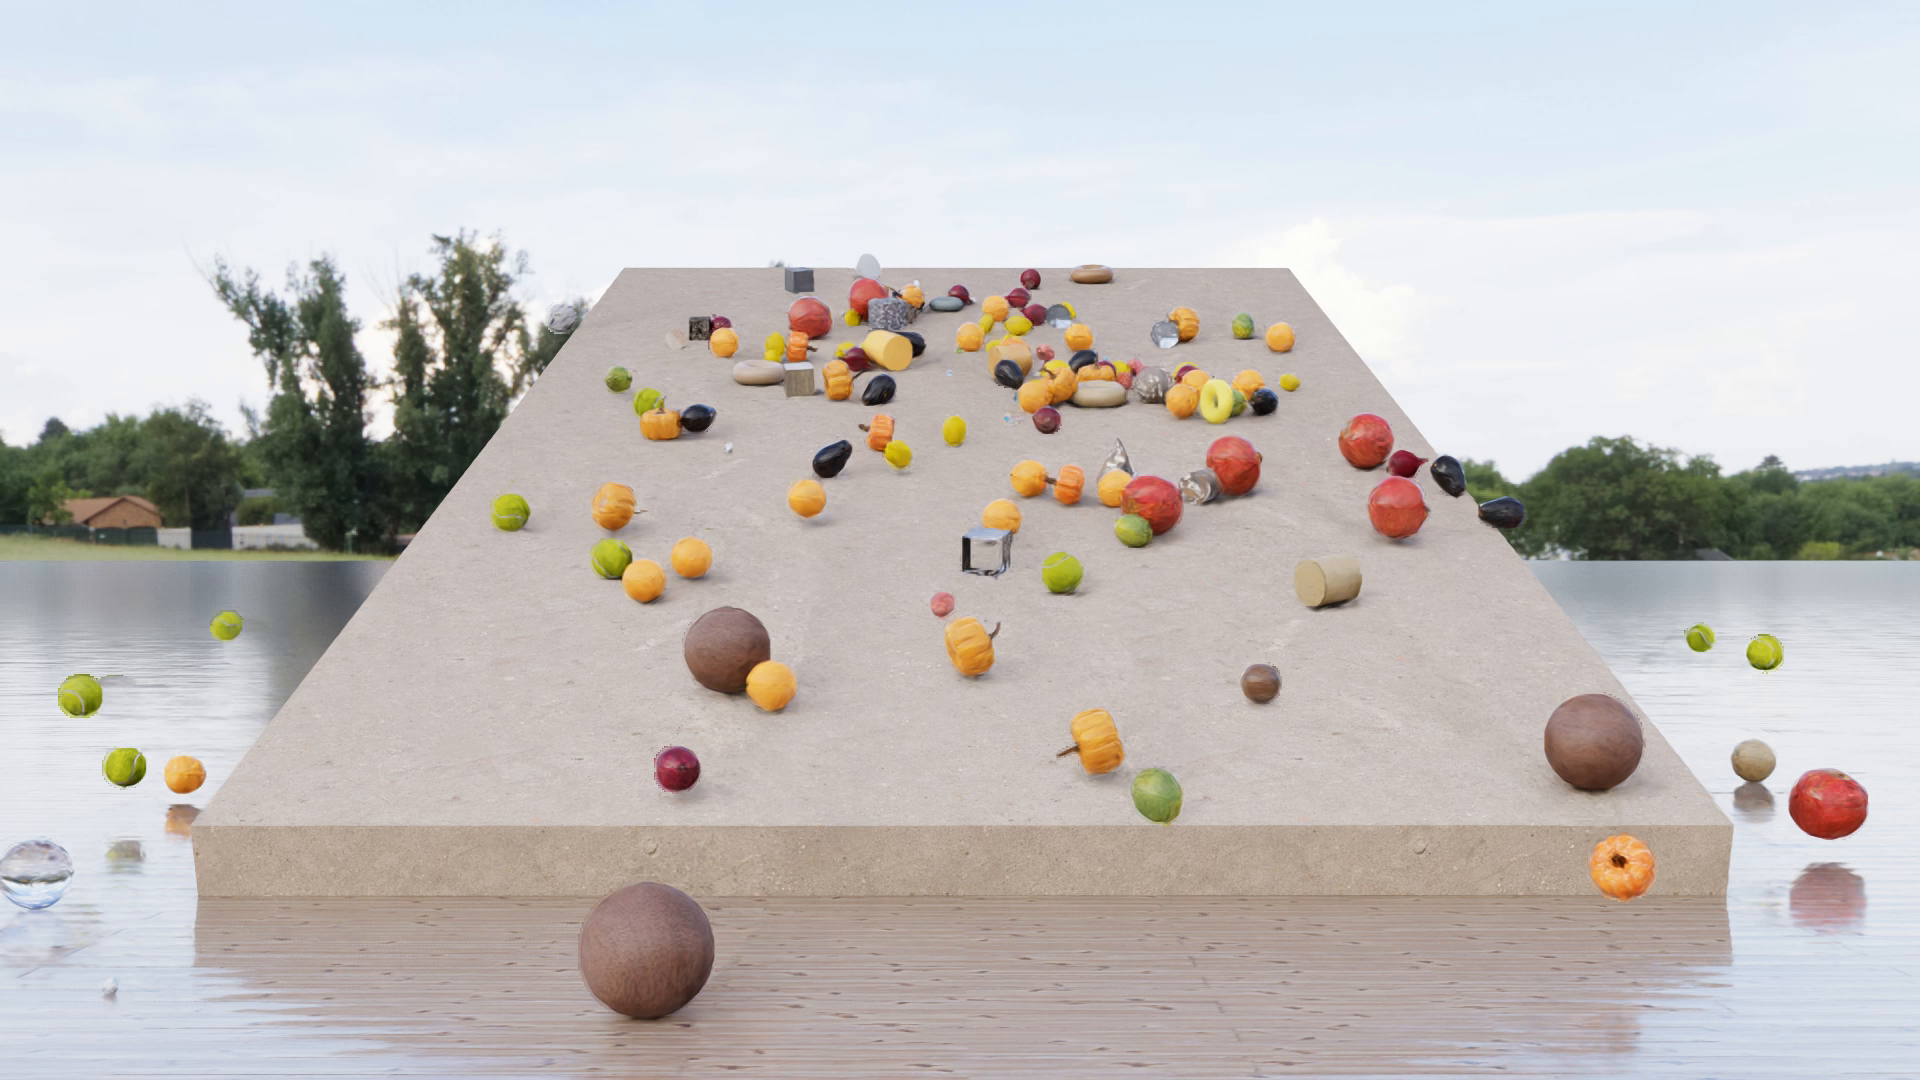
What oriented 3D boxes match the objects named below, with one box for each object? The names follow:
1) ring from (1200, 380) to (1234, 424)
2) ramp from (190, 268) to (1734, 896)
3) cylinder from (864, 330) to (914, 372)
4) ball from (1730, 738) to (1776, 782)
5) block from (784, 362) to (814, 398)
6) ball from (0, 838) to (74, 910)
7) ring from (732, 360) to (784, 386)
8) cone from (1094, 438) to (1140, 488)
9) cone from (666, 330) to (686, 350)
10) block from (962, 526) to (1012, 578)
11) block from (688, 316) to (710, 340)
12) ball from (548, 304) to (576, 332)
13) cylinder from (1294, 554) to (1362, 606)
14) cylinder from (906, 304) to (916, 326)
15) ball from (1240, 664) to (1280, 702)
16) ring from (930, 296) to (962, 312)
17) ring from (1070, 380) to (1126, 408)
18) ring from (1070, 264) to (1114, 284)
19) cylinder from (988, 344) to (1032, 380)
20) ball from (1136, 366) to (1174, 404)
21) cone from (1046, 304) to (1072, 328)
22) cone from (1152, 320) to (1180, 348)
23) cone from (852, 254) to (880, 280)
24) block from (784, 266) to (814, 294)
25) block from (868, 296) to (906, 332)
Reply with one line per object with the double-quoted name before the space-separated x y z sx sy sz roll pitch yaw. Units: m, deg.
"ring" 0.563 -0.305 4.887 0.033 0.098 0.098 -4 2 -34
"ramp" -0.003 -0.178 4.808 2.000 0.100 4.000 0 17 0
"cylinder" -0.174 -0.460 5.398 0.087 0.087 0.087 0 14 -36
"ball" 1.557 0.432 4.369 0.085 0.085 0.085 0 0 0
"block" -0.372 -0.370 5.148 0.065 0.065 0.065 -3 18 -9
"ball" -1.163 0.420 2.802 0.088 0.088 0.088 0 0 0
"ring" -0.476 -0.396 5.268 0.128 0.043 0.128 1 16 0
"cone" 0.314 -0.162 4.436 0.091 0.091 0.091 0 17 0
"cone" -0.721 -0.501 5.636 0.051 0.051 0.051 0 -10 -9
"block" 0.047 0.021 3.892 0.067 0.067 0.067 7 19 20
"block" -0.669 -0.543 5.723 0.052 0.052 0.052 -1 17 -2
"ball" -1.039 -0.581 5.818 0.076 0.076 0.076 0 0 0
"cylinder" 0.614 0.066 3.716 0.080 0.080 0.080 -4 2 -31
"cylinder" -0.153 -0.603 5.909 0.057 0.057 0.057 0 14 -35
"ball" 0.445 0.212 3.295 0.058 0.058 0.058 0 0 0
"ring" -0.038 -0.645 6.087 0.092 0.031 0.092 0 17 0
"ring" 0.314 -0.332 5.064 0.130 0.043 0.130 0 16 0
"ring" 0.384 -0.775 6.488 0.127 0.042 0.127 -1 17 0
"cylinder" 0.118 -0.426 5.308 0.077 0.077 0.077 -10 5 -29
"ball" 0.441 -0.353 5.059 0.086 0.086 0.086 0 0 0
"cone" 0.255 -0.582 5.888 0.066 0.066 0.066 0 -12 -9
"cone" 0.522 -0.515 5.670 0.072 0.072 0.072 0 -9 5
"cone" -0.291 -0.786 6.525 0.084 0.084 0.084 0 -14 -42
"block" -0.458 -0.740 6.339 0.062 0.062 0.062 -9 20 -27
"block" -0.192 -0.593 5.850 0.073 0.073 0.073 -11 21 -33
